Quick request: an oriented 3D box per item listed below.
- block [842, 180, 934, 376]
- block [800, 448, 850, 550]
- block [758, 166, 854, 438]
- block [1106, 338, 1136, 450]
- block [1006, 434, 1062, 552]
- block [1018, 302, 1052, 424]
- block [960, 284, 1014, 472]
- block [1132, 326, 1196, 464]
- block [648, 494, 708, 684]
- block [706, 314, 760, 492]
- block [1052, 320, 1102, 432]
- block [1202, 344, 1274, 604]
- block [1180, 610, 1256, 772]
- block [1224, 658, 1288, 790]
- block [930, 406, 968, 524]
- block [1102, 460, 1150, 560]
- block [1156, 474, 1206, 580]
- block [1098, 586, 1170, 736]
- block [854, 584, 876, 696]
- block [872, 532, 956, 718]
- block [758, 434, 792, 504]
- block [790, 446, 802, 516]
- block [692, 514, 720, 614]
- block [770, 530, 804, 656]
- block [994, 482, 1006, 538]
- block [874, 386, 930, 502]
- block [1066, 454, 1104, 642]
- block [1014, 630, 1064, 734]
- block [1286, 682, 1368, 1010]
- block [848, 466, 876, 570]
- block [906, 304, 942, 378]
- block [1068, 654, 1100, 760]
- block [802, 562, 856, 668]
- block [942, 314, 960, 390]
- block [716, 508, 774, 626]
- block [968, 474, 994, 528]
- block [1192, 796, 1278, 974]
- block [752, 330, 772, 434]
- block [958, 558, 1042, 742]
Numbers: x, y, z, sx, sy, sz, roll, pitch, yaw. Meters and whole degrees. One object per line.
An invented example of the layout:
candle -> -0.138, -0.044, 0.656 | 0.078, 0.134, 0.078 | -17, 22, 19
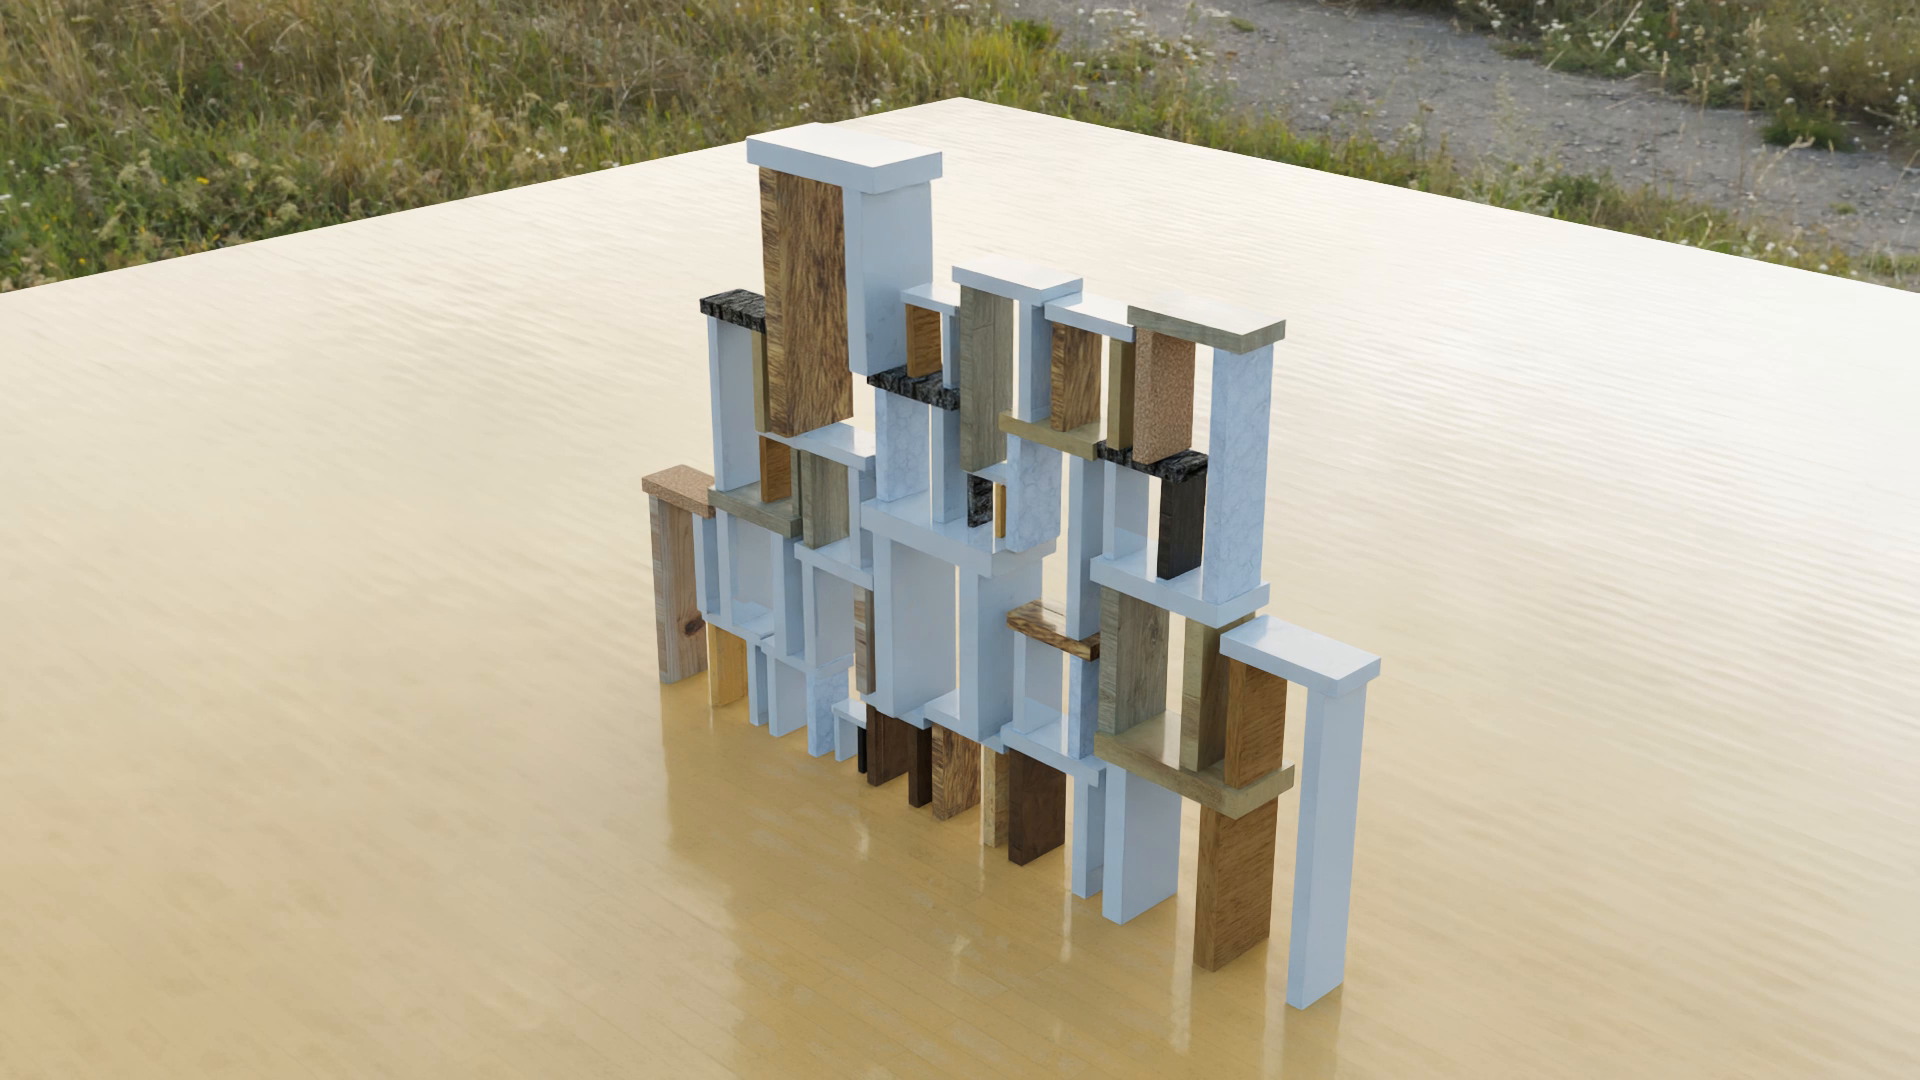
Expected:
block -> -0.132, -0.503, 4.152 | 0.178, 0.356, 0.050 | -21, 30, -40
block -> -0.271, -0.096, 4.472 | 0.030, 0.212, 0.106 | 21, 31, 41
block -> -0.301, -0.483, 4.343 | 0.050, 0.540, 0.178 | 20, 31, 41
block -> 0.299, -0.263, 3.792 | 0.099, 0.199, 0.028 | -21, 31, -40
block -> 0.137, -0.101, 4.039 | 0.114, 0.228, 0.032 | -21, 32, -40
block -> 0.153, -0.328, 3.920 | 0.110, 0.220, 0.031 | -21, 31, -40
block -> 0.049, -0.307, 4.043 | 0.031, 0.355, 0.110 | 21, 31, 40
block -> 0.347, -0.258, 3.730 | 0.034, 0.238, 0.119 | 21, 31, 40
block -> -0.632, 0.097, 4.945 | 0.033, 0.457, 0.115 | 21, 31, 41
block -> -0.470, -0.296, 4.605 | 0.107, 0.383, 0.030 | -21, 31, -41
block -> 0.206, -0.298, 3.876 | 0.099, 0.199, 0.028 | -21, 31, -40
block -> 0.463, -0.117, 3.668 | 0.034, 0.447, 0.119 | 21, 31, 40
block -> 0.450, 0.249, 3.848 | 0.041, 0.287, 0.144 | 21, 31, 41
block -> 0.512, 0.298, 3.792 | 0.034, 0.242, 0.121 | 21, 31, 41
block -> -0.002, -0.156, 4.167 | 0.033, 0.230, 0.115 | 21, 31, 40
block -> 0.294, -0.064, 3.880 | 0.092, 0.184, 0.026 | -21, 31, -41
block -> 0.383, -0.030, 3.800 | 0.026, 0.184, 0.092 | 22, 31, 40
block -> 0.315, 0.197, 3.973 | 0.041, 0.287, 0.144 | 21, 31, 41
block -> -0.159, 0.184, 4.474 | 0.033, 0.240, 0.117 | 21, 31, 41
block -> -0.088, 0.145, 4.377 | 0.050, 0.389, 0.177 | 21, 31, 40
block -> -0.381, -0.157, 4.578 | 0.074, 0.148, 0.021 | -21, 31, -41
block -> -0.312, -0.130, 4.514 | 0.074, 0.148, 0.021 | -21, 31, -41
block -> -0.523, 0.035, 4.801 | 0.033, 0.230, 0.115 | 21, 31, 41
block -> -0.331, 0.094, 4.626 | 0.038, 0.277, 0.134 | 21, 31, 40
block -> 0.090, -0.062, 4.101 | 0.054, 0.109, 0.015 | -21, 31, -40
block -> -0.111, -0.198, 4.265 | 0.033, 0.230, 0.115 | 21, 31, 41
block -> 0.244, 0.000, 3.964 | 0.114, 0.355, 0.032 | -21, 31, -40
block -> 0.149, 0.254, 4.165 | 0.105, 0.210, 0.030 | -21, 31, -41
block -> 0.626, 0.514, 3.760 | 0.034, 0.616, 0.121 | 21, 31, 41
block -> -0.171, -0.057, 4.380 | 0.106, 0.212, 0.030 | -22, 31, -40
block -> -0.068, -0.383, 4.137 | 0.072, 0.143, 0.020 | -21, 30, -40
block -> 0.247, 0.292, 4.074 | 0.105, 0.210, 0.030 | -21, 31, -41
block -> -0.270, 0.139, 4.575 | 0.033, 0.235, 0.117 | 21, 31, 41
block -> 0.000, -0.357, 4.074 | 0.072, 0.143, 0.020 | -22, 30, -41
block -> -0.457, 0.041, 4.741 | 0.038, 0.267, 0.134 | 21, 31, 41
block -> 0.038, -0.082, 4.147 | 0.015, 0.109, 0.054 | 20, 31, 39
block -> 0.494, 0.595, 3.939 | 0.046, 0.328, 0.164 | 21, 31, 41
block -> -0.370, -0.334, 4.479 | 0.107, 0.214, 0.030 | -21, 31, -40
block -> 0.078, 0.194, 4.216 | 0.050, 0.354, 0.177 | 21, 31, 40
